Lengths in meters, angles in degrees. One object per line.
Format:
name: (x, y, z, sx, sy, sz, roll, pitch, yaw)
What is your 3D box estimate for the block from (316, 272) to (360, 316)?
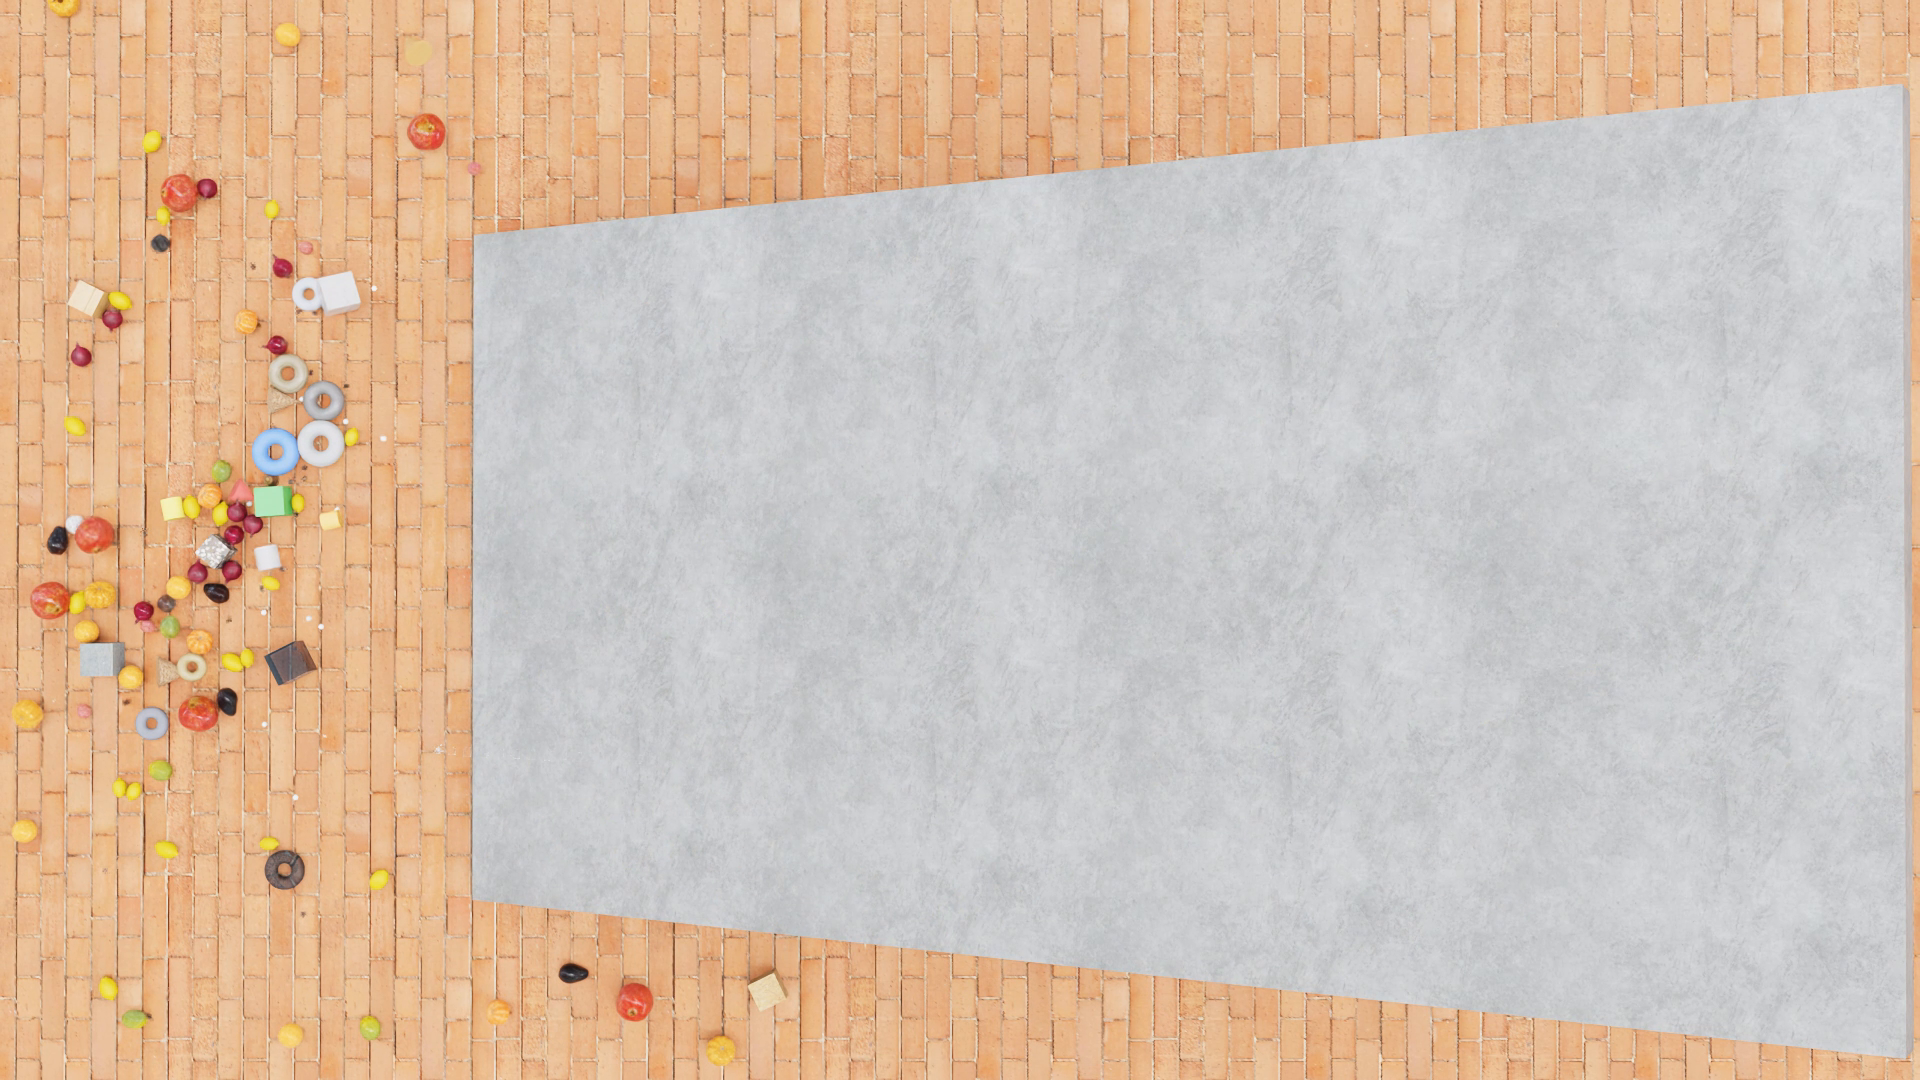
block: (-1.878, -0.743, 6.644, 0.099, 0.099, 0.099, -17, 89, -21)

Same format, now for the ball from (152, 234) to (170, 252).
ball: (-2.430, -0.902, 6.683, 0.052, 0.052, 0.052, 0, 89, 0)

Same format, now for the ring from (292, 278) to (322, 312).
ring: (-1.980, -0.748, 6.691, 0.104, 0.035, 0.104, 0, 91, 0)

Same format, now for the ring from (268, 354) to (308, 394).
ring: (-2.041, -0.506, 6.686, 0.123, 0.041, 0.123, 0, 91, -1)

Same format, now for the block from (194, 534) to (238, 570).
block: (-2.252, 0.035, 6.663, 0.076, 0.076, 0.076, 41, 90, 0)

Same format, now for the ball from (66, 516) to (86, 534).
ball: (-2.683, -0.046, 6.673, 0.057, 0.057, 0.057, 0, 89, 0)

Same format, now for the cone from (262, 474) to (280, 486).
cone: (-2.100, -0.184, 6.677, 0.052, 0.052, 0.052, 0, 89, 0)

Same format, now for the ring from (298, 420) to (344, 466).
ring: (-1.941, -0.294, 6.680, 0.144, 0.048, 0.144, 0, 90, -1)

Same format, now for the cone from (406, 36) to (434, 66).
cone: (-1.666, -1.509, 6.694, 0.091, 0.091, 0.091, -39, 63, 0)

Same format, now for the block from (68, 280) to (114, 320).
block: (-2.634, -0.728, 6.667, 0.082, 0.082, 0.082, 27, 90, 0)

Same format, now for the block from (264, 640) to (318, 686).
block: (-2.023, 0.372, 6.648, 0.099, 0.099, 0.099, -27, 90, 0)

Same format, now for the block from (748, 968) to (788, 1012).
block: (-0.580, 1.359, 6.645, 0.087, 0.087, 0.087, -26, 90, 0)

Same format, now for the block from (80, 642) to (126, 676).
block: (-2.592, 0.360, 6.649, 0.098, 0.098, 0.098, -1, 89, 0)

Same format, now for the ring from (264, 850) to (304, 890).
ring: (-2.049, 1.001, 6.672, 0.122, 0.041, 0.122, 0, 90, -1)

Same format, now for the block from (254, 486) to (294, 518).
block: (-2.078, -0.116, 6.659, 0.087, 0.087, 0.087, -4, 89, 0)

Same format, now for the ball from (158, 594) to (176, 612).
ball: (-2.406, 0.192, 6.672, 0.055, 0.055, 0.055, 0, 89, 0)

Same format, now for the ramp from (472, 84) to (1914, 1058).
ramp: (0.262, 0.072, 5.606, 4.000, 0.100, 2.000, 0, 89, 32)

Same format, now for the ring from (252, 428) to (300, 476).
ring: (-2.078, -0.267, 6.680, 0.145, 0.048, 0.145, 0, 88, 1)

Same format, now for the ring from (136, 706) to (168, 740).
ring: (-2.454, 0.557, 6.679, 0.103, 0.034, 0.103, 0, 88, 1)

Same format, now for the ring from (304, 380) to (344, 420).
ring: (-1.933, -0.422, 6.684, 0.126, 0.042, 0.126, 0, 89, -1)

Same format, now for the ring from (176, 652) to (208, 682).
ring: (-2.329, 0.385, 6.670, 0.090, 0.030, 0.090, 5, 79, -28)

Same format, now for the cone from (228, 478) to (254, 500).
cone: (-2.169, -0.137, 6.685, 0.077, 0.077, 0.077, 29, 89, -26)

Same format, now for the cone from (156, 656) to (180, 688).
cone: (-2.383, 0.399, 6.676, 0.097, 0.097, 0.097, 0, 89, -27)

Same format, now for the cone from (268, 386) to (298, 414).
cone: (-2.053, -0.422, 6.685, 0.088, 0.088, 0.088, -1, 89, -27)
